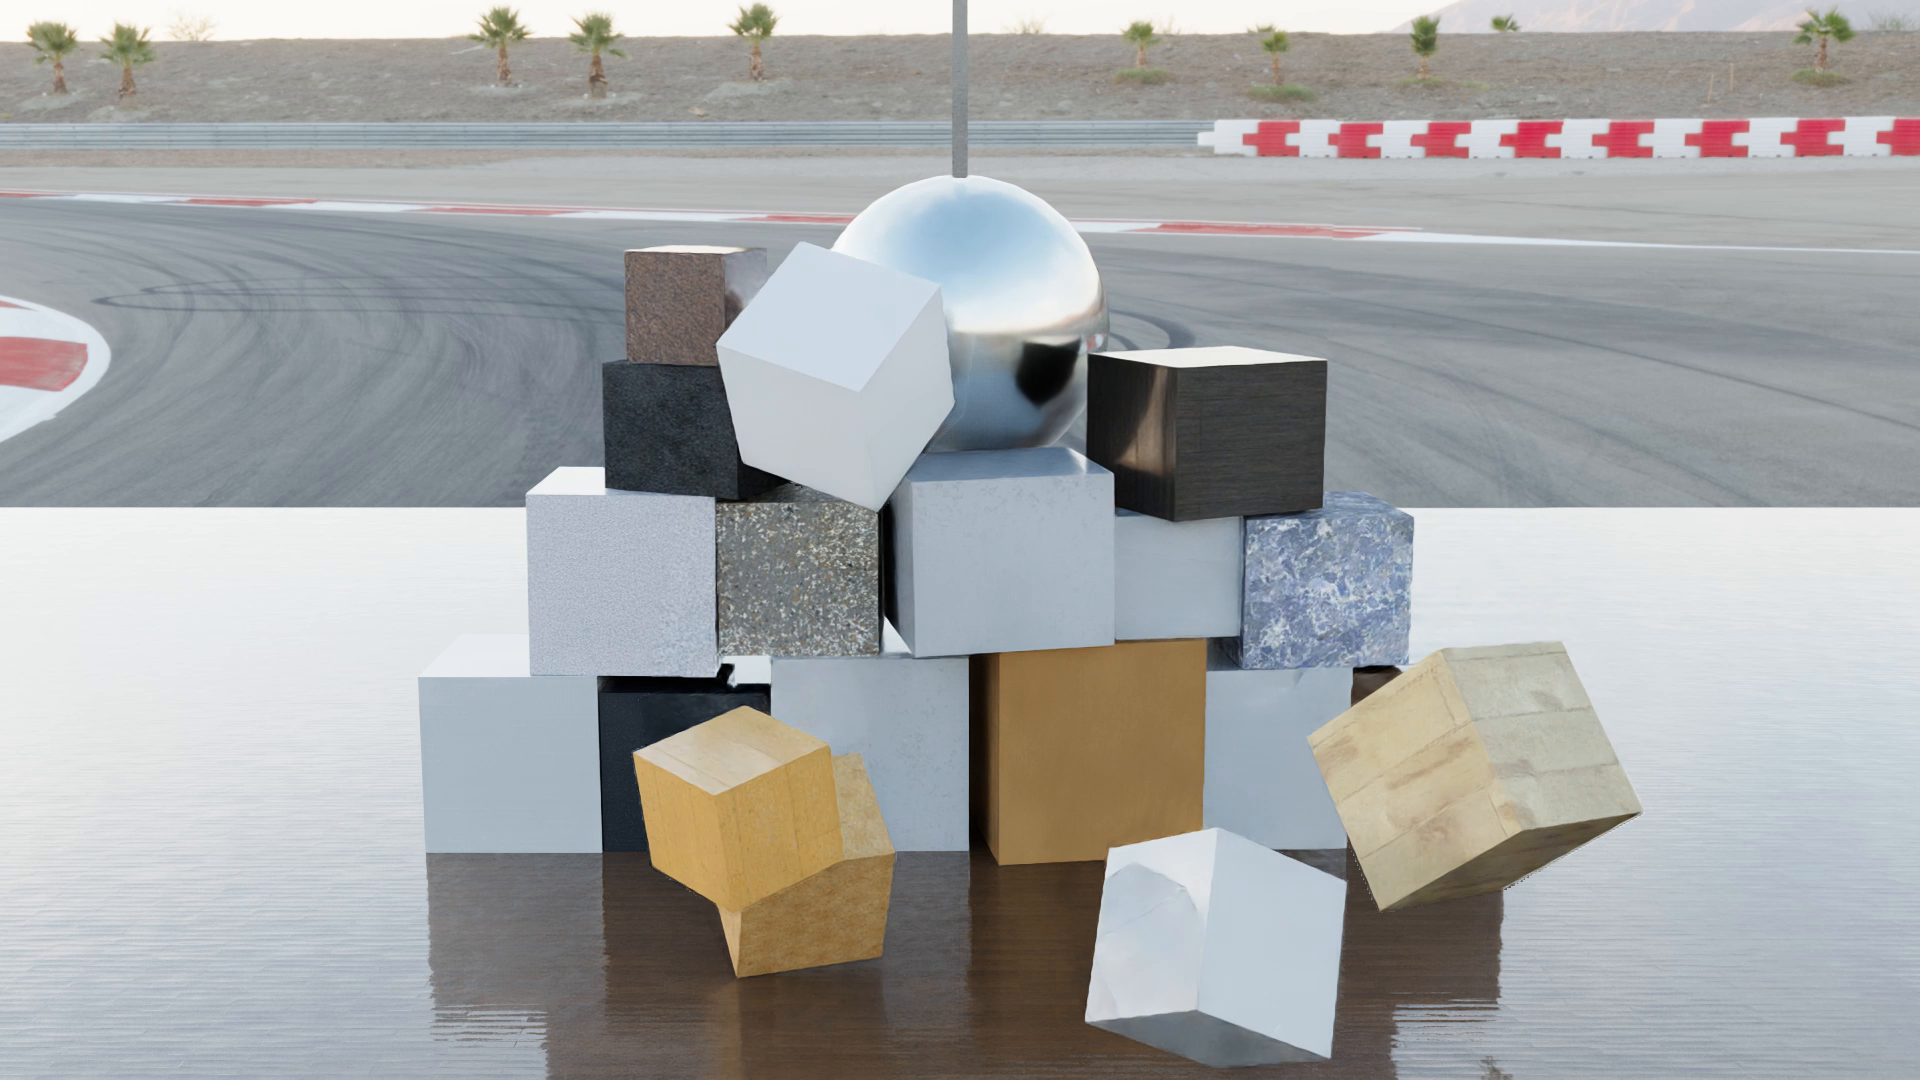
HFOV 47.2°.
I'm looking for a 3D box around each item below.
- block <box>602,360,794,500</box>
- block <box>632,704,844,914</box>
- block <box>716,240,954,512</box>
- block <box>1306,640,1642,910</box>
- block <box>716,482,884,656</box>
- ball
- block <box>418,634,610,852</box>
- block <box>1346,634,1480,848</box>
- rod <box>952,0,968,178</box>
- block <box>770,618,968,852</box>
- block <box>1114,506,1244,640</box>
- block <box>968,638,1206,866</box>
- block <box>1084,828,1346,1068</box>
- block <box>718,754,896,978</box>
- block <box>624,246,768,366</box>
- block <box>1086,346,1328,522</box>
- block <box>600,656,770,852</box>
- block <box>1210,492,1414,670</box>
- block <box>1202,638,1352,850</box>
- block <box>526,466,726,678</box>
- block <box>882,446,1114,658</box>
[{"bbox_3d":[-1.276,-0.591,11.027,0.736,0.624,0.736,5,11,21],"label":"block"},{"bbox_3d":[-0.862,1.037,8.584,0.536,0.501,0.565,-22,26,-35],"label":"block"},{"bbox_3d":[-0.570,-0.777,10.393,0.759,0.804,0.758,20,54,21],"label":"block"},{"bbox_3d":[2.082,0.951,8.944,0.793,0.771,0.792,-1,-29,-39],"label":"block"},{"bbox_3d":[-0.797,0.123,11.215,0.791,0.768,0.806,0,10,0],"label":"block"},{"bbox_3d":[0.000,-1.136,11.723,1.600,1.600,1.600,0,10,0],"label":"ball"},{"bbox_3d":[-2.228,1.032,11.370,0.880,0.901,0.956,0,10,0],"label":"block"},{"bbox_3d":[2.321,1.027,11.393,0.819,0.903,0.795,-1,10,-4],"label":"block"},{"bbox_3d":[0.000,-4.381,10.708,0.080,5.200,0.080,0,17,0],"label":"rod"},{"bbox_3d":[-0.449,0.987,11.374,0.979,0.988,0.932,0,10,0],"label":"block"},{"bbox_3d":[0.989,0.118,11.102,0.673,0.614,0.727,-2,10,-11],"label":"block"},{"bbox_3d":[0.627,0.965,11.210,1.029,1.091,0.900,-2,10,-9],"label":"block"},{"bbox_3d":[0.955,1.528,8.175,0.671,0.668,0.599,25,-28,-30],"label":"block"},{"bbox_3d":[-0.691,1.393,9.441,0.637,0.650,0.600,-5,40,-16],"label":"block"},{"bbox_3d":[-1.306,-1.173,10.955,0.520,0.546,0.579,3,11,15],"label":"block"},{"bbox_3d":[1.222,-0.549,10.989,0.886,0.739,0.801,-5,12,-28],"label":"block"},{"bbox_3d":[-1.360,1.073,11.381,0.836,0.817,0.931,0,10,0],"label":"block"},{"bbox_3d":[1.763,0.190,11.227,0.843,0.748,0.828,-1,10,-7],"label":"block"},{"bbox_3d":[1.529,1.021,11.349,0.744,0.930,0.855,-1,10,-6],"label":"block"},{"bbox_3d":[-1.658,0.145,11.217,0.918,0.902,0.904,1,10,0],"label":"block"},{"bbox_3d":[0.172,0.036,10.916,0.976,0.840,0.949,-3,11,-10],"label":"block"}]
